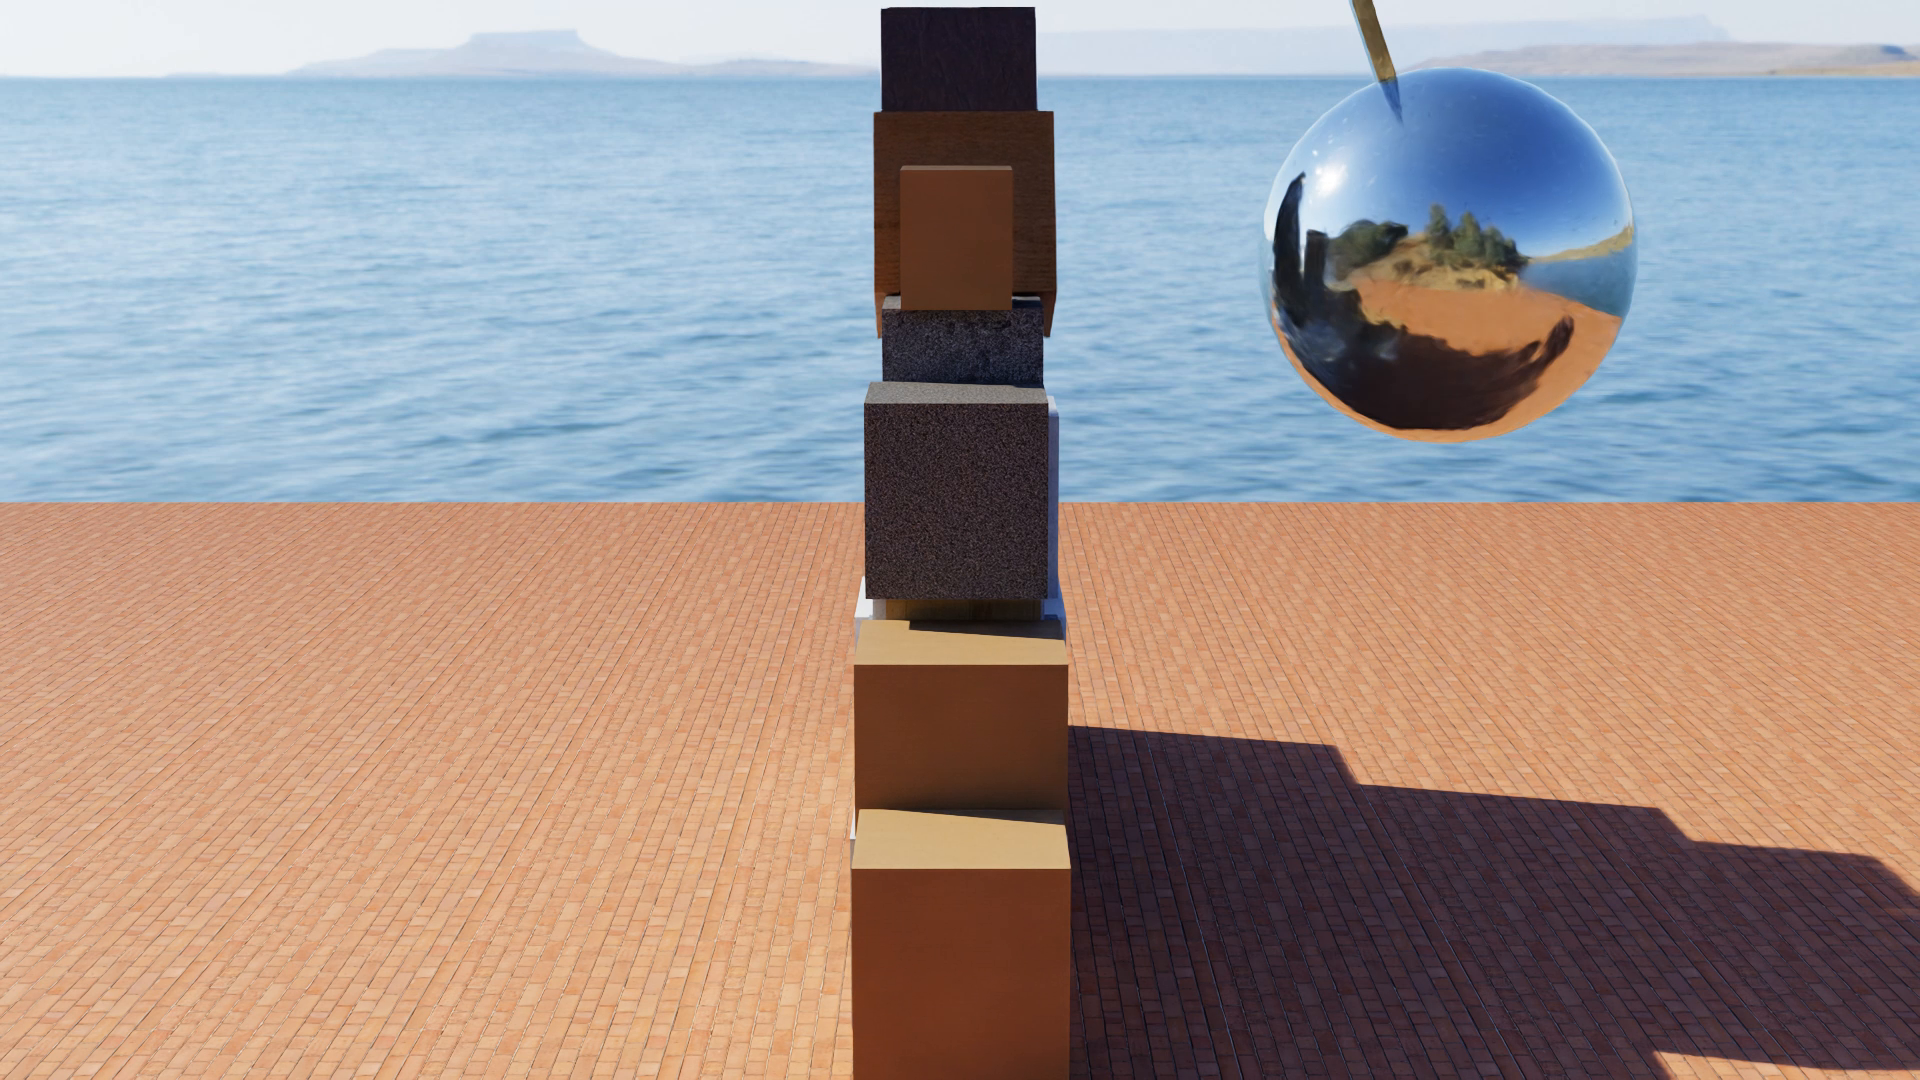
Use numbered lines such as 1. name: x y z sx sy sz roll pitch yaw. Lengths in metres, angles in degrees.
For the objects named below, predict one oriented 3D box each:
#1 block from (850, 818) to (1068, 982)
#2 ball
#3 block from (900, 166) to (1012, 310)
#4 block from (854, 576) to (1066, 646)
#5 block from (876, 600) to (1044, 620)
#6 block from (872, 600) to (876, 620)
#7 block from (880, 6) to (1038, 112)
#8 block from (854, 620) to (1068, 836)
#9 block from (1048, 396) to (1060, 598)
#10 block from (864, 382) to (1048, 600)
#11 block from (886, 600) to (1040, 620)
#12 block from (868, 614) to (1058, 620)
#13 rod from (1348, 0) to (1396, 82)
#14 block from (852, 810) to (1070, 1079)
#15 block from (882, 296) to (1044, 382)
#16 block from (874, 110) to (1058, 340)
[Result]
1. block: -0.004 1.384 9.902 0.802 0.734 0.837 0 10 0
2. ball: 2.074 -1.211 10.960 1.600 1.600 1.600 0 10 0
3. block: -0.015 -1.252 10.583 0.450 0.562 0.499 0 10 0
4. block: 0.003 0.770 12.498 0.984 1.013 0.965 0 10 0
5. block: -0.001 0.059 11.145 0.709 0.842 0.840 0 10 0
6. block: -0.011 -0.044 11.921 0.771 0.766 0.705 0 10 0
7. block: -0.004 -2.059 11.718 0.693 0.552 0.577 -1 -12 0
8. block: 0.004 0.704 9.771 0.782 0.651 0.772 0 10 0
9. block: 0.009 -0.224 12.663 0.925 0.883 0.800 0 10 0
10. block: -0.014 -0.210 10.224 0.707 0.764 0.708 0 10 0
11. block: 0.014 0.469 10.457 0.609 0.656 0.641 0 10 0
12. block: 0.015 0.936 11.546 0.874 1.028 0.948 0 10 0
13. rod: 0.899 -4.350 10.389 0.080 5.200 0.080 -20 10 4
14. block: 0.004 1.468 9.121 0.744 0.848 0.710 0 10 0
15. block: 0.011 -0.662 10.834 0.660 0.688 0.633 0 10 0
16. block: 0.016 -1.401 11.502 0.790 0.826 0.719 -1 -12 -1
